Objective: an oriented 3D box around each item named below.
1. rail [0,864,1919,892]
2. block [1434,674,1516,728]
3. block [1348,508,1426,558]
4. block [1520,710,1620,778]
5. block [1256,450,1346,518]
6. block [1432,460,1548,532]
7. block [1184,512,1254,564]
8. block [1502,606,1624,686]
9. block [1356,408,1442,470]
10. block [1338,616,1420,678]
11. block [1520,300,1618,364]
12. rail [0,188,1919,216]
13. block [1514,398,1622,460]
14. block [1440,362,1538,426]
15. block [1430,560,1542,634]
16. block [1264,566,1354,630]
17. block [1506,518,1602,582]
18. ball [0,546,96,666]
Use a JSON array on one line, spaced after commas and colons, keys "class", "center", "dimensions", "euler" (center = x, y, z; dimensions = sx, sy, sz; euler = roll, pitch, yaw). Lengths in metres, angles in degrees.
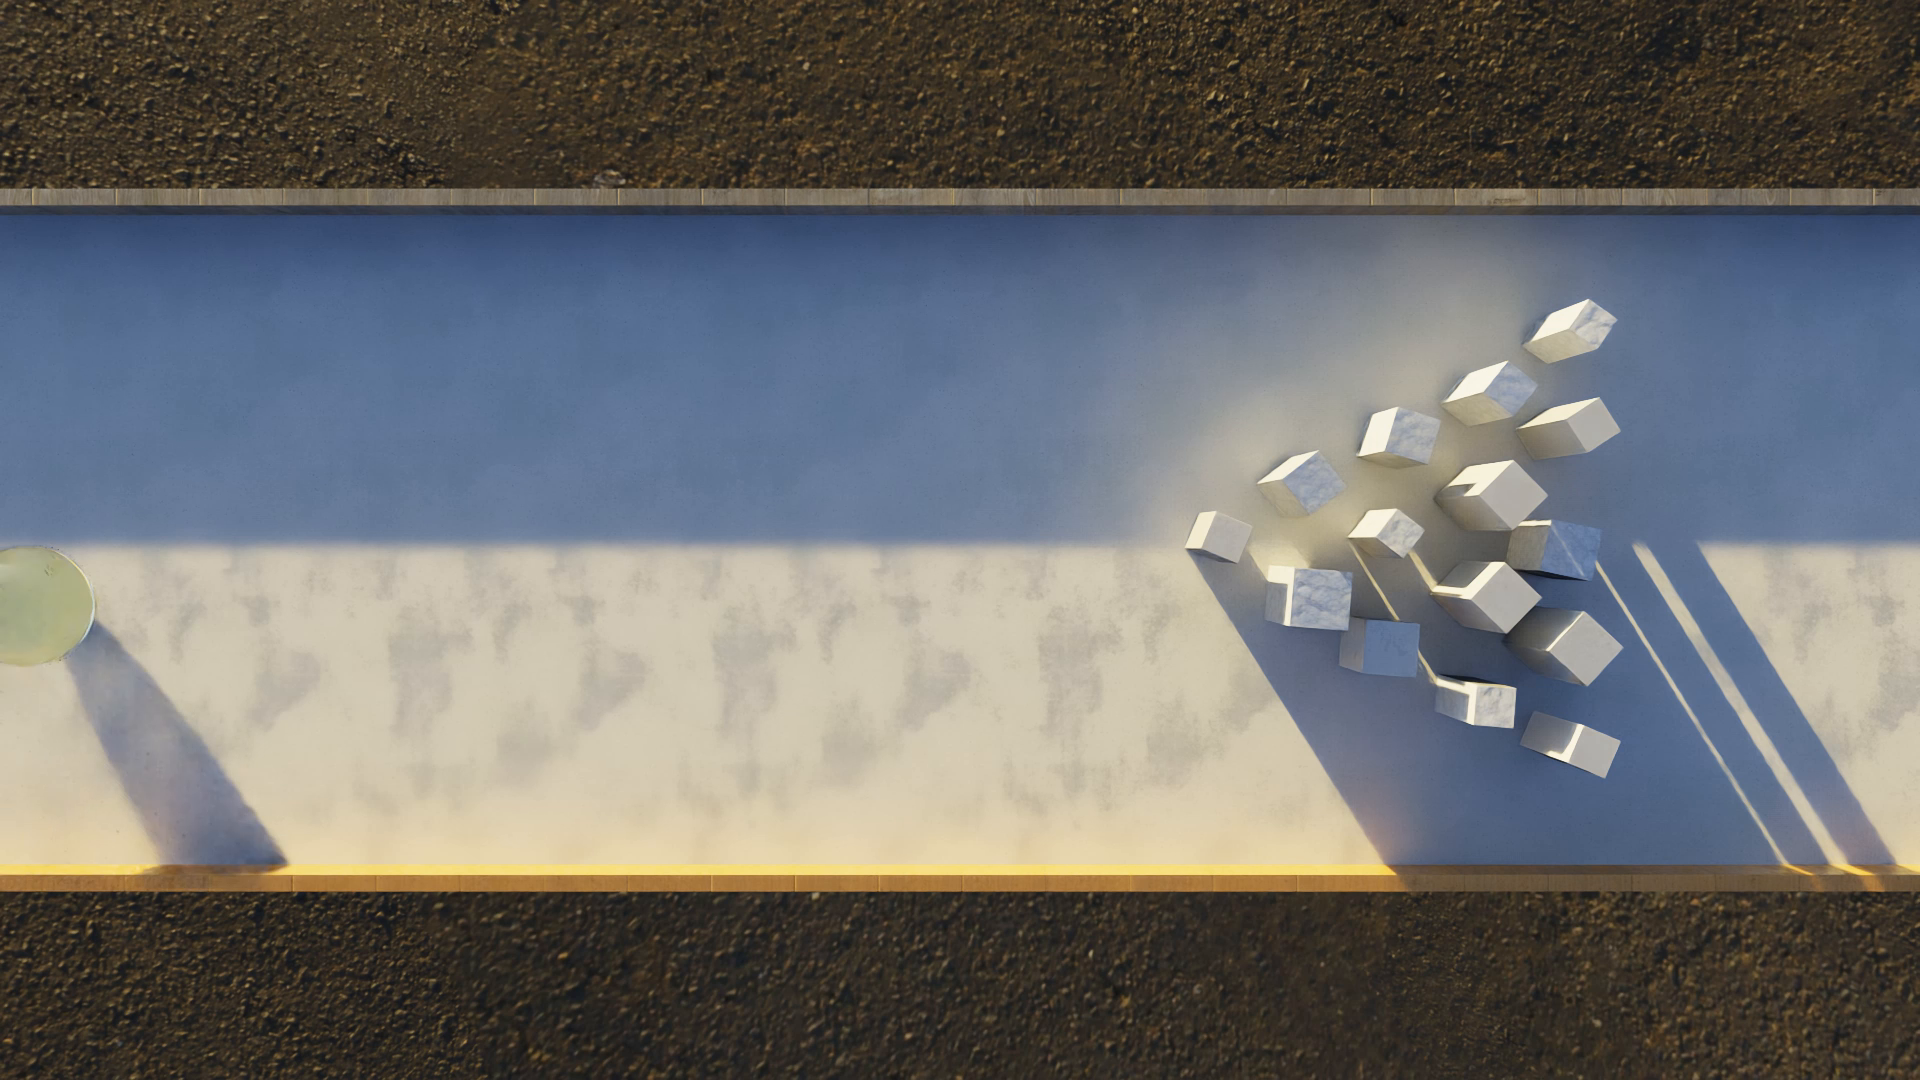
[{"class": "rail", "center": [-2.247, 1.025, 5.001], "dimensions": [12.000, 0.150, 0.050], "euler": [0, 90, 0]}, {"class": "block", "center": [1.522, 0.474, 4.884], "dimensions": [0.114, 0.384, 0.114], "euler": [5, 90, 0]}, {"class": "block", "center": [1.265, -0.018, 4.906], "dimensions": [0.102, 0.340, 0.102], "euler": [38, 90, 0]}, {"class": "block", "center": [1.796, 0.600, 4.873], "dimensions": [0.114, 0.407, 0.114], "euler": [23, 90, 0]}, {"class": "block", "center": [1.001, -0.161, 4.867], "dimensions": [0.131, 0.418, 0.131], "euler": [-38, 90, 0]}, {"class": "block", "center": [1.552, -0.126, 4.852], "dimensions": [0.139, 0.449, 0.139], "euler": [-44, 90, 0]}, {"class": "block", "center": [0.767, -0.007, 4.906], "dimensions": [0.115, 0.340, 0.115], "euler": [22, 90, 0]}, {"class": "block", "center": [1.770, 0.308, 4.869], "dimensions": [0.150, 0.415, 0.150], "euler": [42, 90, 0]}, {"class": "block", "center": [1.300, -0.300, 4.905], "dimensions": [0.132, 0.342, 0.132], "euler": [17, 90, 0]}, {"class": "block", "center": [1.249, 0.315, 4.926], "dimensions": [0.156, 0.300, 0.156], "euler": [5, 90, 0]}, {"class": "block", "center": [1.796, -0.612, 4.877], "dimensions": [0.101, 0.400, 0.101], "euler": [35, 90, 0]}, {"class": "rail", "center": [-2.247, -1.025, 5.002], "dimensions": [12.000, 0.150, 0.050], "euler": [0, 90, 0]}, {"class": "block", "center": [1.784, -0.323, 4.861], "dimensions": [0.113, 0.432, 0.113], "euler": [-33, 90, 0]}, {"class": "block", "center": [1.553, -0.427, 4.863], "dimensions": [0.111, 0.426, 0.111], "euler": [39, 90, 0]}, {"class": "block", "center": [1.545, 0.165, 4.871], "dimensions": [0.143, 0.411, 0.143], "euler": [44, 90, 0]}, {"class": "block", "center": [1.028, 0.169, 4.885], "dimensions": [0.168, 0.382, 0.168], "euler": [5, 90, 0]}, {"class": "block", "center": [1.764, 0.029, 4.917], "dimensions": [0.152, 0.318, 0.152], "euler": [12, 90, 0]}, {"class": "ball", "center": [-2.767, 0.196, 4.898], "dimensions": [0.357, 0.357, 0.357], "euler": [0, 90, 0]}]
